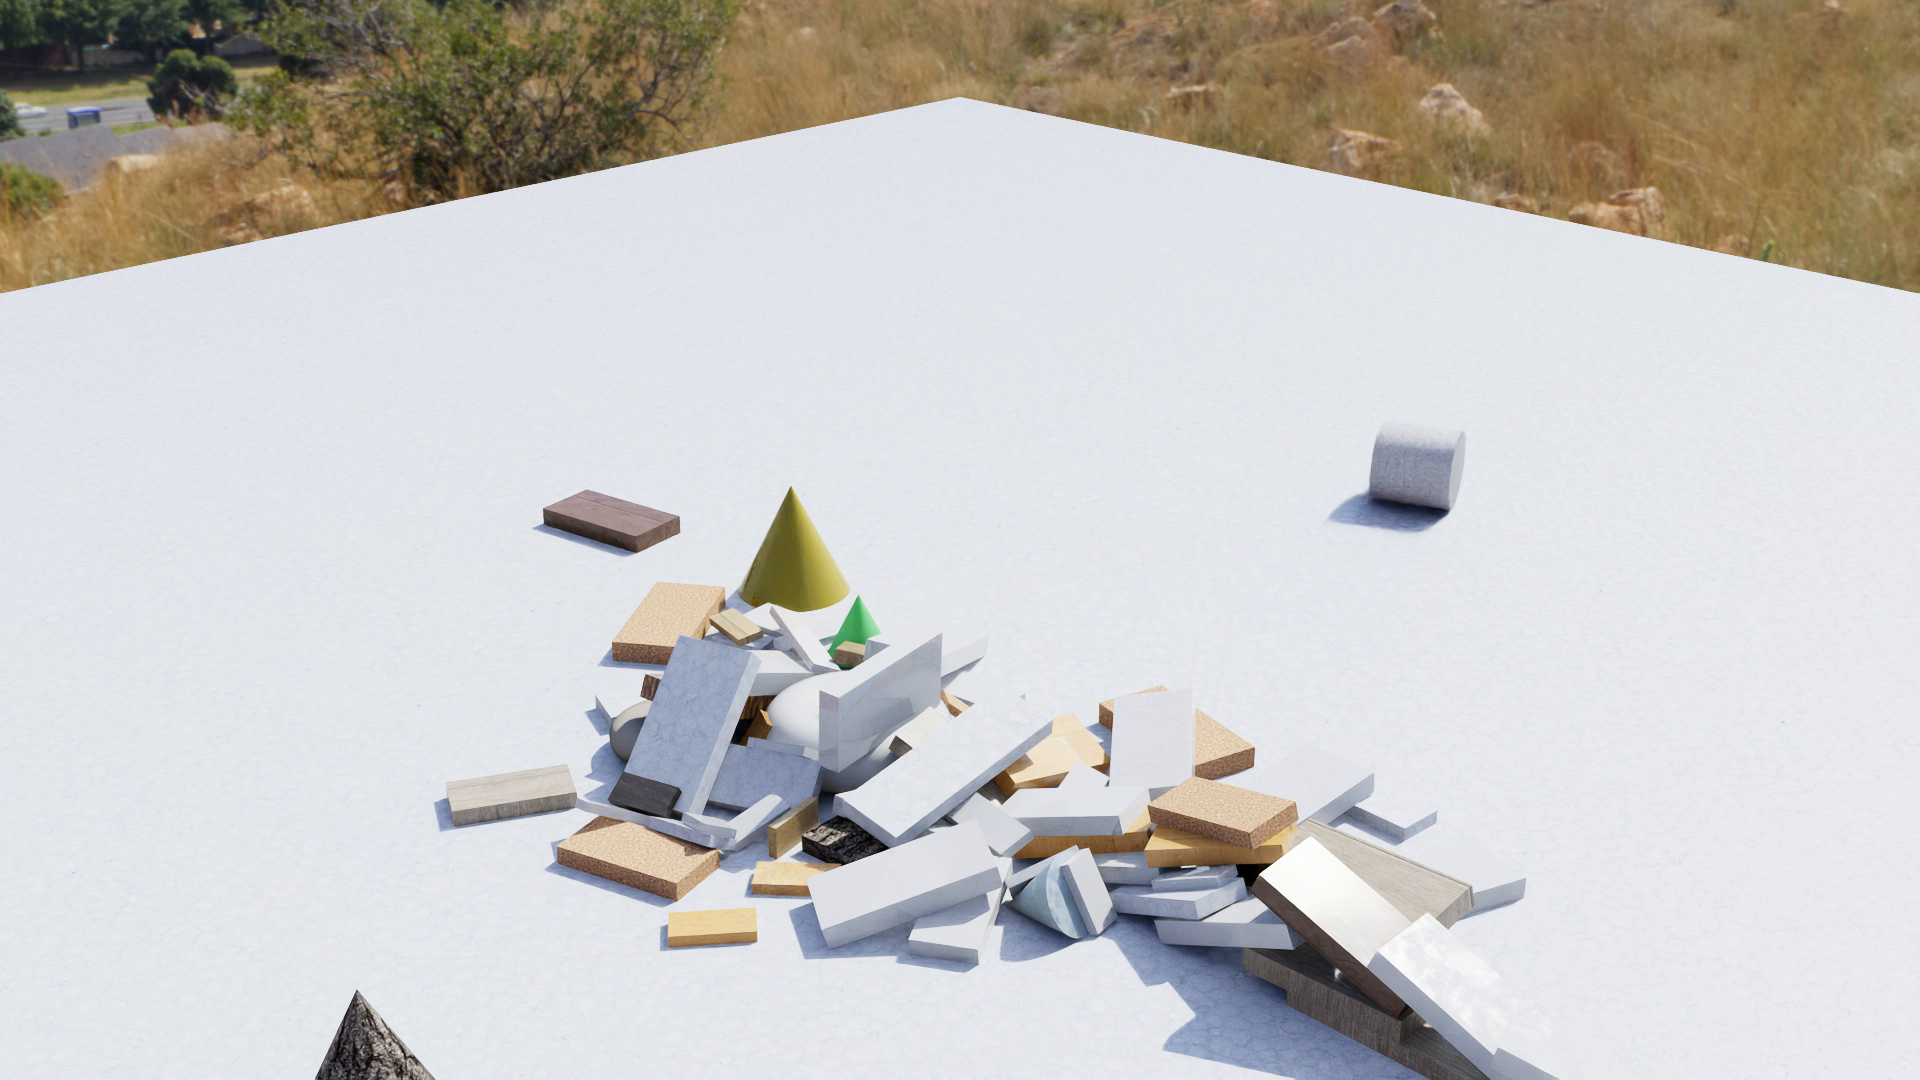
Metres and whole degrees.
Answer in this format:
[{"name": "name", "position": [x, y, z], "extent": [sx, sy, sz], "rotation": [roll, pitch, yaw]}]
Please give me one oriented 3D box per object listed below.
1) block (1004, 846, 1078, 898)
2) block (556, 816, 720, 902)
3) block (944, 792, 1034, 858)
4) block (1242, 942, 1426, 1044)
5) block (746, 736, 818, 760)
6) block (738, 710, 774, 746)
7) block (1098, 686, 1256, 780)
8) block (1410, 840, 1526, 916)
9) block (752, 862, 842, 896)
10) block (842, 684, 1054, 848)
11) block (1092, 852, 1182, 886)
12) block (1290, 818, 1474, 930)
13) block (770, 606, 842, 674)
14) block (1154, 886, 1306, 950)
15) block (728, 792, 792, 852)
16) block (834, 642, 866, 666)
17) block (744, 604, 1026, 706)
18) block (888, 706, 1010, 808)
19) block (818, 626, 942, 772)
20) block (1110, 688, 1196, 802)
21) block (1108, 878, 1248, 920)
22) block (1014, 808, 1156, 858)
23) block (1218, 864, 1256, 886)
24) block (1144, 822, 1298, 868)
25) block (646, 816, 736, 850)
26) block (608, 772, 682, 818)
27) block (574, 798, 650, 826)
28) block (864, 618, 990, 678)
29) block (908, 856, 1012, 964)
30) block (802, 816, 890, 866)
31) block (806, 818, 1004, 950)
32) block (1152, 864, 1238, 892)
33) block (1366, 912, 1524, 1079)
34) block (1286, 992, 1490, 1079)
[{"name": "block", "position": [0.159, 0.627, 4.127], "extent": [0.149, 0.075, 0.021], "rotation": [-25, 59, -5]}, {"name": "block", "position": [-0.624, 0.614, 4.263], "extent": [0.283, 0.040, 0.141], "rotation": [12, 26, 26]}, {"name": "block", "position": [0.046, 0.547, 4.265], "extent": [0.075, 0.021, 0.240], "rotation": [-36, 32, -18]}, {"name": "block", "position": [0.672, 0.756, 3.825], "extent": [0.324, 0.046, 0.162], "rotation": [20, 30, 39]}, {"name": "block", "position": [-0.356, 0.425, 4.469], "extent": [0.139, 0.020, 0.069], "rotation": [6, -12, 30]}, {"name": "block", "position": [-0.436, 0.428, 4.594], "extent": [0.019, 0.135, 0.068], "rotation": [27, 11, -26]}, {"name": "block", "position": [0.462, 0.417, 4.718], "extent": [0.168, 0.048, 0.336], "rotation": [-13, 26, -28]}, {"name": "block", "position": [0.892, 0.656, 4.156], "extent": [0.315, 0.045, 0.158], "rotation": [-11, 25, -24]}, {"name": "block", "position": [-0.312, 0.648, 4.204], "extent": [0.162, 0.023, 0.081], "rotation": [1, 23, 3]}, {"name": "block", "position": [-0.020, 0.447, 4.357], "extent": [0.142, 0.040, 0.460], "rotation": [32, 47, 30]}, {"name": "block", "position": [0.304, 0.610, 4.192], "extent": [0.248, 0.035, 0.124], "rotation": [-4, 17, 36]}, {"name": "block", "position": [0.745, 0.639, 4.079], "extent": [0.169, 0.048, 0.377], "rotation": [-32, 34, -32]}, {"name": "block", "position": [-0.356, 0.230, 5.013], "extent": [0.068, 0.019, 0.387], "rotation": [17, 12, -23]}, {"name": "block", "position": [0.521, 0.675, 3.945], "extent": [0.162, 0.046, 0.324], "rotation": [-22, 8, -39]}, {"name": "block", "position": [-0.407, 0.559, 4.361], "extent": [0.139, 0.020, 0.069], "rotation": [-33, 35, -21]}, {"name": "block", "position": [-0.166, 0.272, 4.928], "extent": [0.217, 0.031, 0.108], "rotation": [12, 9, 8]}, {"name": "block", "position": [-0.193, 0.276, 5.070], "extent": [0.777, 0.031, 0.108], "rotation": [17, 28, 35]}, {"name": "block", "position": [0.008, 0.464, 4.457], "extent": [0.284, 0.040, 0.142], "rotation": [36, 34, 12]}, {"name": "block", "position": [-0.159, 0.319, 4.465], "extent": [0.049, 0.173, 0.346], "rotation": [19, 31, 31]}, {"name": "block", "position": [0.403, 0.433, 4.578], "extent": [0.168, 0.048, 0.336], "rotation": [-7, 30, 11]}, {"name": "block", "position": [0.398, 0.654, 4.052], "extent": [0.124, 0.035, 0.248], "rotation": [-17, 5, -35]}, {"name": "block", "position": [0.256, 0.562, 4.270], "extent": [0.283, 0.040, 0.141], "rotation": [-7, 15, 25]}, {"name": "block", "position": [0.518, 0.654, 4.124], "extent": [0.020, 0.071, 0.142], "rotation": [5, 16, -38]}, {"name": "block", "position": [0.485, 0.555, 4.081], "extent": [0.259, 0.037, 0.130], "rotation": [-6, 19, 22]}, {"name": "block", "position": [-0.526, 0.575, 4.313], "extent": [0.162, 0.023, 0.081], "rotation": [11, -5, 34]}, {"name": "block", "position": [-0.633, 0.514, 4.413], "extent": [0.136, 0.019, 0.068], "rotation": [12, 58, 25]}, {"name": "block", "position": [-0.689, 0.540, 4.364], "extent": [0.136, 0.019, 0.068], "rotation": [18, -7, -29]}, {"name": "block", "position": [-0.072, 0.243, 4.969], "extent": [0.173, 0.049, 0.375], "rotation": [13, 9, 16]}, {"name": "block", "position": [0.004, 0.676, 4.070], "extent": [0.130, 0.037, 0.259], "rotation": [6, 32, 14]}, {"name": "block", "position": [-0.155, 0.613, 4.269], "extent": [0.297, 0.037, 0.130], "rotation": [18, 29, 37]}, {"name": "block", "position": [-0.105, 0.636, 4.081], "extent": [0.338, 0.048, 0.169], "rotation": [-19, 27, -5]}, {"name": "block", "position": [0.430, 0.619, 4.030], "extent": [0.142, 0.020, 0.071], "rotation": [-11, 6, 38]}, {"name": "block", "position": [0.845, 0.769, 3.645], "extent": [0.315, 0.045, 0.157], "rotation": [42, 42, 25]}, {"name": "block", "position": [0.965, 0.915, 3.557], "extent": [0.130, 0.037, 0.989], "rotation": [-21, 31, -40]}]
